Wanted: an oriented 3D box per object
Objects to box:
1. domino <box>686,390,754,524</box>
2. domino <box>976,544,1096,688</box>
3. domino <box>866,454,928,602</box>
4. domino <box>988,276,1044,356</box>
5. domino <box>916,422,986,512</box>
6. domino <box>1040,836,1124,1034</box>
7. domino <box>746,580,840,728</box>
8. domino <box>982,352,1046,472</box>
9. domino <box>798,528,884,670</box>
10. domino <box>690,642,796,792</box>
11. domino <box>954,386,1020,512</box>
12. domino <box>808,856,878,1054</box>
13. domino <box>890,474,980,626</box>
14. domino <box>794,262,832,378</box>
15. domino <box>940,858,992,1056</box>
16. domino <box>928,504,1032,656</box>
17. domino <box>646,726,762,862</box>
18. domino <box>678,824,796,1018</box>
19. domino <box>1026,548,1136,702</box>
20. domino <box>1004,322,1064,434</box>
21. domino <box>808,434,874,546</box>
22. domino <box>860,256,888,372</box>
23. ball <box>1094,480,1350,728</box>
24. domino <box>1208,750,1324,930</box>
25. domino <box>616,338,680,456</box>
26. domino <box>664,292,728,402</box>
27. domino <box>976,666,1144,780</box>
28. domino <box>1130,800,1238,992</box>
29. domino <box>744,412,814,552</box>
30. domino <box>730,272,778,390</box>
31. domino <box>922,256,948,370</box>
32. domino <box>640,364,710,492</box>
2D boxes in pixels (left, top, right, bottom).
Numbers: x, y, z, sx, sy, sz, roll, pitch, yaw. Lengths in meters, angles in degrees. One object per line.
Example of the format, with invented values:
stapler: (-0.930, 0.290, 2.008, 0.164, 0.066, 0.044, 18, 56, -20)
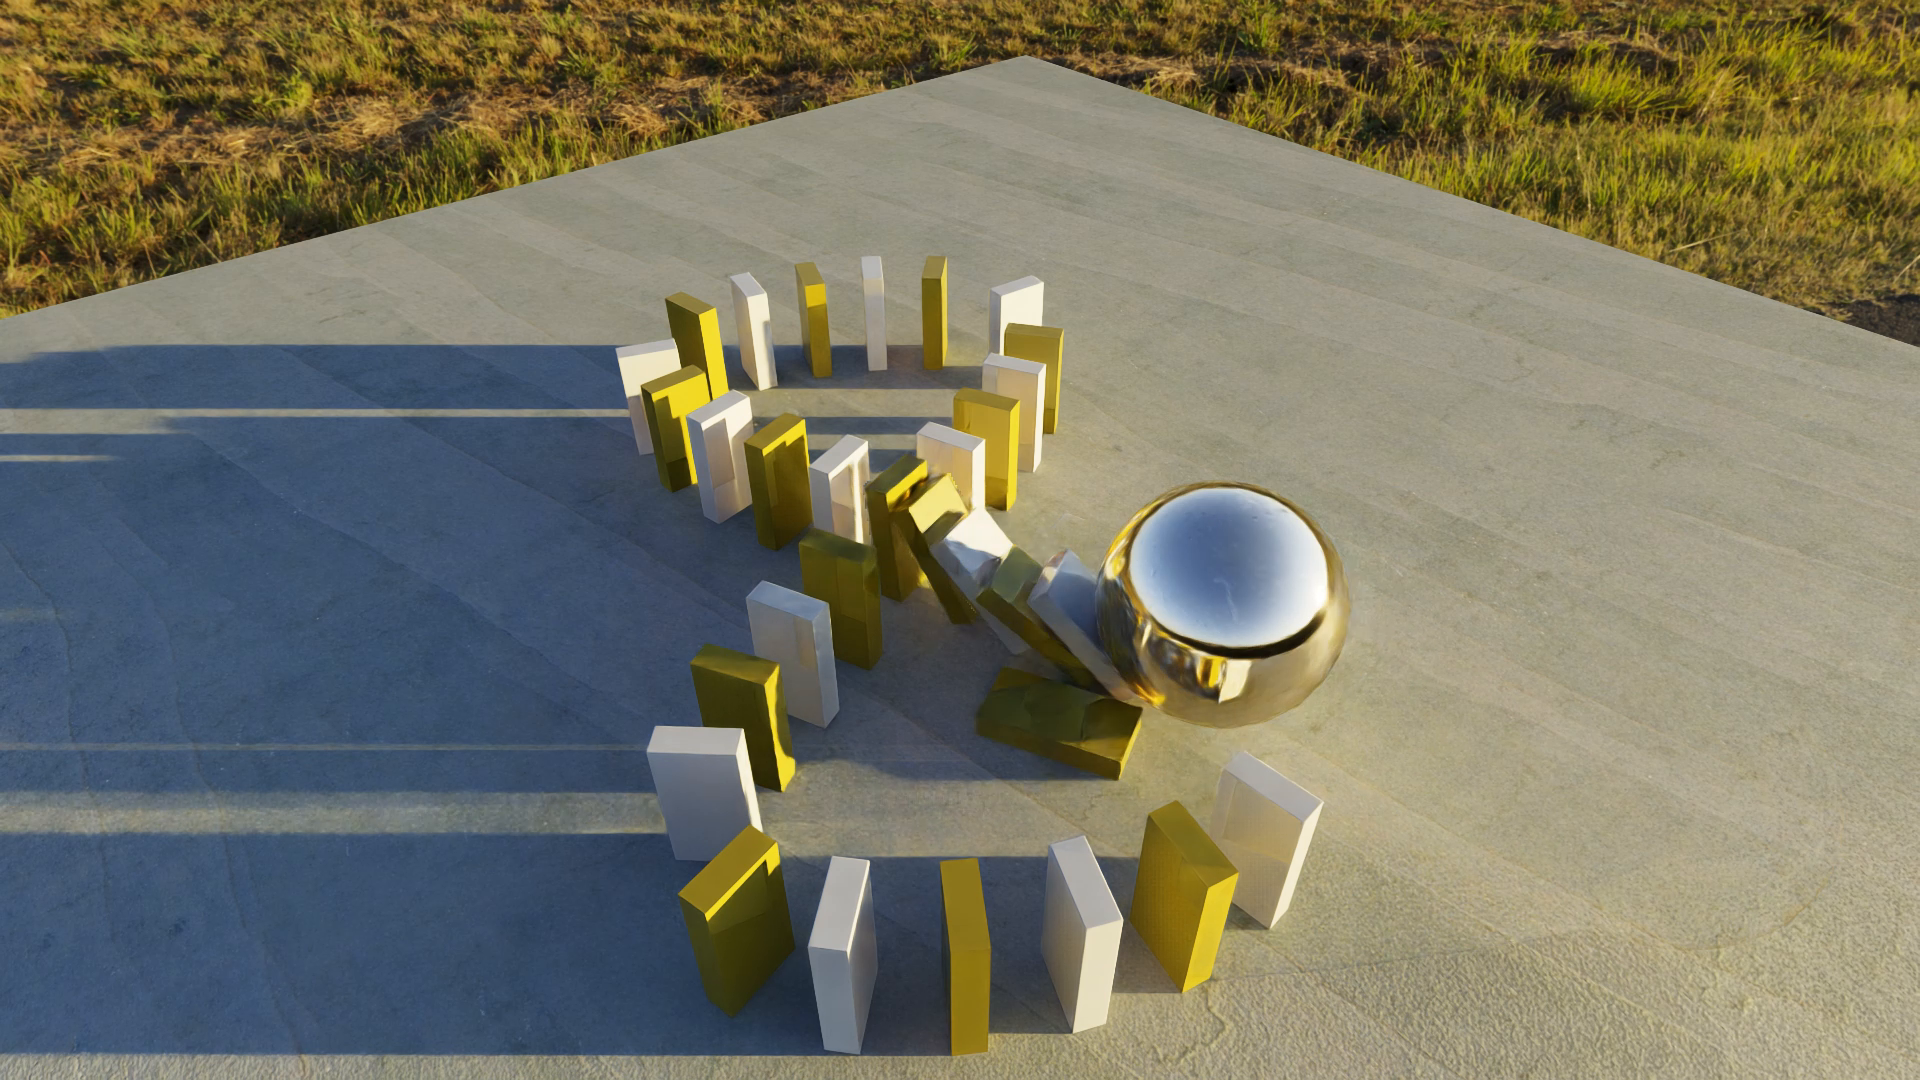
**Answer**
domino: (-0.096, -0.034, 0.453, 0.009, 0.050, 0.025, 27, 46, 29)
domino: (0.031, 0.027, 0.390, 0.050, 0.009, 0.025, 39, 44, -6)
domino: (-0.021, -0.004, 0.416, 0.009, 0.050, 0.025, 18, 42, 29)
domino: (0.027, -0.101, 0.534, 0.025, 0.050, 0.009, -24, 45, -26)
domino: (-0.004, -0.020, 0.436, 0.025, 0.050, 0.009, 20, 43, 23)
domino: (0.031, 0.103, 0.286, 0.010, 0.050, 0.025, -11, 41, -13)
domino: (-0.055, 0.039, 0.364, 0.025, 0.050, 0.009, 17, 42, 20)
domino: (0.023, -0.055, 0.478, 0.025, 0.050, 0.009, 15, 42, 17)
domino: (-0.041, 0.021, 0.385, 0.025, 0.050, 0.010, 18, 43, 20)
domino: (-0.067, 0.056, 0.343, 0.025, 0.050, 0.009, 13, 41, 15)
domino: (0.011, -0.037, 0.457, 0.025, 0.050, 0.009, 16, 42, 19)
domino: (-0.029, 0.107, 0.281, 0.010, 0.050, 0.025, 5, 40, 6)
domino: (-0.003, 0.004, 0.409, 0.010, 0.050, 0.025, -10, 25, 44)
domino: (-0.072, -0.109, 0.544, 0.009, 0.050, 0.025, -12, 41, -14)
domino: (0.001, 0.107, 0.281, 0.009, 0.050, 0.025, -4, 40, -5)
domino: (0.014, 0.014, 0.401, 0.050, 0.009, 0.025, 51, 49, -6)
domino: (-0.073, 0.075, 0.320, 0.025, 0.050, 0.009, 1, 39, 2)
domino: (-0.058, 0.101, 0.289, 0.009, 0.050, 0.025, 24, 45, 27)
domino: (0.046, 0.030, 0.382, 0.050, 0.009, 0.025, 47, 42, -14)
domino: (0.033, -0.073, 0.501, 0.025, 0.050, 0.010, 9, 40, 10)
domino: (-0.046, -0.013, 0.427, 0.009, 0.050, 0.025, 21, 44, 23)
domino: (-0.043, -0.113, 0.549, 0.009, 0.050, 0.025, -4, 40, -5)
ball: (0.084, 0.021, 0.356, 0.080, 0.080, 0.080, 0, 39, 0)
domino: (0.083, 0.085, 0.308, 0.025, 0.050, 0.009, 32, 49, 33)
domino: (-0.135, -0.063, 0.488, 0.025, 0.050, 0.009, -13, 41, -16)
domino: (-0.124, -0.090, 0.521, 0.025, 0.050, 0.009, 29, 47, 30)
domino: (0.033, 0.061, 0.369, 0.050, 0.010, 0.025, 15, 42, 18)
domino: (0.059, 0.096, 0.294, 0.009, 0.050, 0.025, -19, 43, -21)
domino: (-0.071, -0.023, 0.439, 0.009, 0.050, 0.025, 22, 44, 25)
domino: (-0.100, -0.101, 0.535, 0.009, 0.050, 0.025, -19, 43, -21)
domino: (-0.013, -0.113, 0.550, 0.009, 0.050, 0.025, 3, 39, 4)
domino: (-0.118, -0.047, 0.469, 0.025, 0.050, 0.010, -30, 48, -31)
